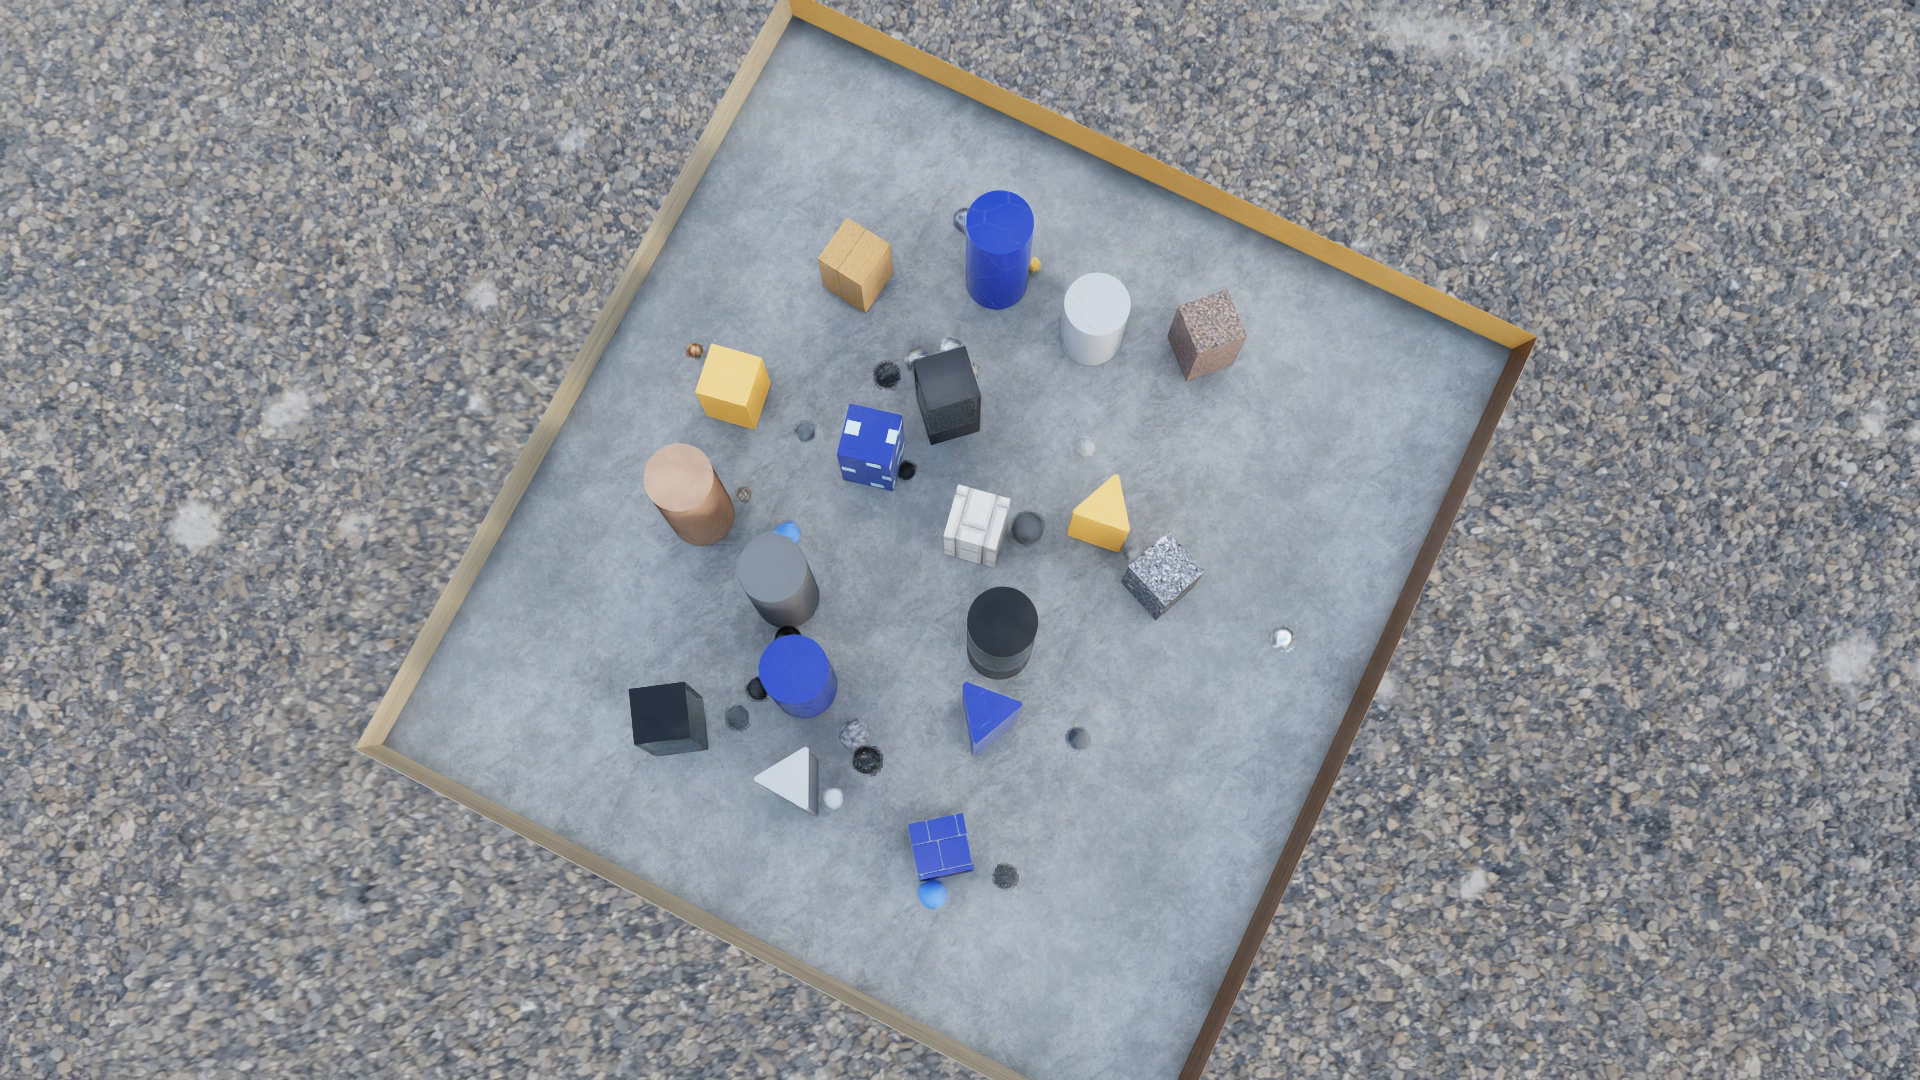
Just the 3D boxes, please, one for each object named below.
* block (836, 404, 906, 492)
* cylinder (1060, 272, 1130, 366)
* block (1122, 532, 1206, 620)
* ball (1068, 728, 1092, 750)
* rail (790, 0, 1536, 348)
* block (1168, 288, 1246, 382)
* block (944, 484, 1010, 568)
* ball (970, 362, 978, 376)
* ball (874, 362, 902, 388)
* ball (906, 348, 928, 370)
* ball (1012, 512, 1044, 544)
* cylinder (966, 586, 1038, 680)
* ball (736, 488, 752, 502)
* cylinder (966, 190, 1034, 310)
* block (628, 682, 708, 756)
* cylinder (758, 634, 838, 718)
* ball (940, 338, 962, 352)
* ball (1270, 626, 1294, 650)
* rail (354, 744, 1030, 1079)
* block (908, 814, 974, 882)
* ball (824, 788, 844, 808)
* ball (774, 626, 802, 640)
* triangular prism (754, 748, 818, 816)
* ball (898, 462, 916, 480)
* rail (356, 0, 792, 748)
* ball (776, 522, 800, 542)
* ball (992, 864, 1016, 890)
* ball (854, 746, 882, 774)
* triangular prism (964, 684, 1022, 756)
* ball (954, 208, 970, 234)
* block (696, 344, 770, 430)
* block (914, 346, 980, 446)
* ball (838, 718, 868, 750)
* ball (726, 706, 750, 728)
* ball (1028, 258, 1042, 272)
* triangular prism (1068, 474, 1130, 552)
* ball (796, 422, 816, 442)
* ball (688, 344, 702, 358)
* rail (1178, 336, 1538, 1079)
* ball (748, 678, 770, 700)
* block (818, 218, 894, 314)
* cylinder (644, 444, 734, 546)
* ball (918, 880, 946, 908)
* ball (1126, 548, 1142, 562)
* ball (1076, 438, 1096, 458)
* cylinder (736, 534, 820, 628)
[{"bbox_3d":[-0.265,-0.276,5.512,0.158,0.317,0.158,13,79,3],"label":"block"},{"bbox_3d":[0.410,-0.673,5.603,0.198,0.298,0.198,0,78,0],"label":"cylinder"},{"bbox_3d":[0.602,0.110,5.462,0.158,0.259,0.158,-41,81,-8],"label":"block"},{"bbox_3d":[0.355,0.592,5.458,0.070,0.070,0.070,0,78,0],"label":"ball"},{"bbox_3d":[0.596,-1.161,5.790,2.606,0.128,0.045,26,80,5],"label":"rail"},{"bbox_3d":[0.752,-0.623,5.599,0.158,0.287,0.158,-20,79,-4],"label":"block"},{"bbox_3d":[0.050,-0.039,5.484,0.158,0.276,0.158,16,79,3],"label":"block"},{"bbox_3d":[0.031,-0.525,5.699,0.052,0.052,0.052,0,78,0],"label":"ball"},{"bbox_3d":[-0.224,-0.511,5.681,0.082,0.082,0.082,0,78,0],"label":"ball"},{"bbox_3d":[-0.133,-0.560,5.695,0.073,0.073,0.073,0,78,0],"label":"ball"},{"bbox_3d":[0.206,-0.035,5.573,0.099,0.099,0.099,0,78,0],"label":"ball"},{"bbox_3d":[0.118,0.275,5.309,0.198,0.491,0.198,0,78,0],"label":"cylinder"},{"bbox_3d":[-0.662,-0.137,5.621,0.046,0.046,0.046,0,78,0],"label":"ball"},{"bbox_3d":[0.116,-0.871,5.547,0.198,0.489,0.198,0,78,0],"label":"cylinder"},{"bbox_3d":[-0.841,0.523,5.314,0.158,0.380,0.158,-7,78,-2],"label":"block"},{"bbox_3d":[-0.468,0.401,5.343,0.198,0.374,0.198,0,78,0],"label":"cylinder"},{"bbox_3d":[-0.027,-0.595,5.704,0.070,0.070,0.070,0,78,0],"label":"ball"},{"bbox_3d":[0.971,0.296,5.519,0.072,0.072,0.072,0,78,0],"label":"ball"},{"bbox_3d":[-0.596,1.175,5.307,2.606,0.128,0.045,26,80,5],"label":"rail"},{"bbox_3d":[-0.054,0.891,5.294,0.158,0.271,0.158,-11,79,-2],"label":"block"},{"bbox_3d":[-0.374,0.766,5.428,0.059,0.059,0.059,0,78,0],"label":"ball"},{"bbox_3d":[-0.516,0.301,5.511,0.085,0.085,0.085,0,78,0],"label":"ball"},{"bbox_3d":[-0.464,0.679,5.289,0.171,0.366,0.148,29,80,6],"label":"triangular prism"},{"bbox_3d":[-0.164,-0.212,5.631,0.055,0.055,0.055,0,78,0],"label":"ball"},{"bbox_3d":[-1.144,-0.553,5.665,0.045,0.128,2.714,26,80,5],"label":"rail"},{"bbox_3d":[-0.525,-0.018,5.582,0.076,0.076,0.076,0,78,0],"label":"ball"},{"bbox_3d":[0.129,0.989,5.376,0.071,0.071,0.071,0,78,0],"label":"ball"},{"bbox_3d":[-0.276,0.654,5.439,0.083,0.083,0.083,0,78,0],"label":"ball"},{"bbox_3d":[0.059,0.496,5.301,0.171,0.417,0.148,-39,81,-7],"label":"triangular prism"},{"bbox_3d":[0.024,-1.007,5.782,0.084,0.084,0.084,0,78,0],"label":"ball"},{"bbox_3d":[-0.688,-0.464,5.579,0.158,0.263,0.158,16,79,3],"label":"block"},{"bbox_3d":[-0.038,-0.429,5.505,0.158,0.394,0.158,-16,79,-3],"label":"block"},{"bbox_3d":[-0.316,0.578,5.451,0.091,0.091,0.091,0,78,0],"label":"ball"},{"bbox_3d":[-0.663,0.529,5.472,0.069,0.069,0.069,0,78,0],"label":"ball"},{"bbox_3d":[0.232,-0.865,5.771,0.047,0.047,0.047,0,78,0],"label":"ball"},{"bbox_3d":[0.433,-0.091,5.476,0.171,0.312,0.148,19,79,4],"label":"triangular prism"},{"bbox_3d":[-0.477,-0.334,5.655,0.061,0.061,0.061,0,78,0],"label":"ball"},{"bbox_3d":[-0.826,-0.589,5.715,0.046,0.046,0.046,0,78,0],"label":"ball"},{"bbox_3d":[1.144,0.567,5.433,0.045,0.128,2.714,26,80,5],"label":"rail"},{"bbox_3d":[-0.602,0.446,5.489,0.070,0.070,0.070,0,78,0],"label":"ball"},{"bbox_3d":[-0.320,-0.846,5.660,0.158,0.258,0.158,33,80,6],"label":"block"},{"bbox_3d":[-0.793,-0.128,5.395,0.198,0.486,0.198,0,78,0],"label":"cylinder"},{"bbox_3d":[-0.080,1.036,5.360,0.083,0.083,0.083,0,78,0],"label":"ball"},{"bbox_3d":[0.531,0.047,5.584,0.044,0.044,0.044,0,78,0],"label":"ball"},{"bbox_3d":[0.388,-0.284,5.646,0.058,0.058,0.058,0,78,0],"label":"ball"},{"bbox_3d":[-0.527,0.125,5.353,0.198,0.465,0.198,0,78,0],"label":"cylinder"}]
